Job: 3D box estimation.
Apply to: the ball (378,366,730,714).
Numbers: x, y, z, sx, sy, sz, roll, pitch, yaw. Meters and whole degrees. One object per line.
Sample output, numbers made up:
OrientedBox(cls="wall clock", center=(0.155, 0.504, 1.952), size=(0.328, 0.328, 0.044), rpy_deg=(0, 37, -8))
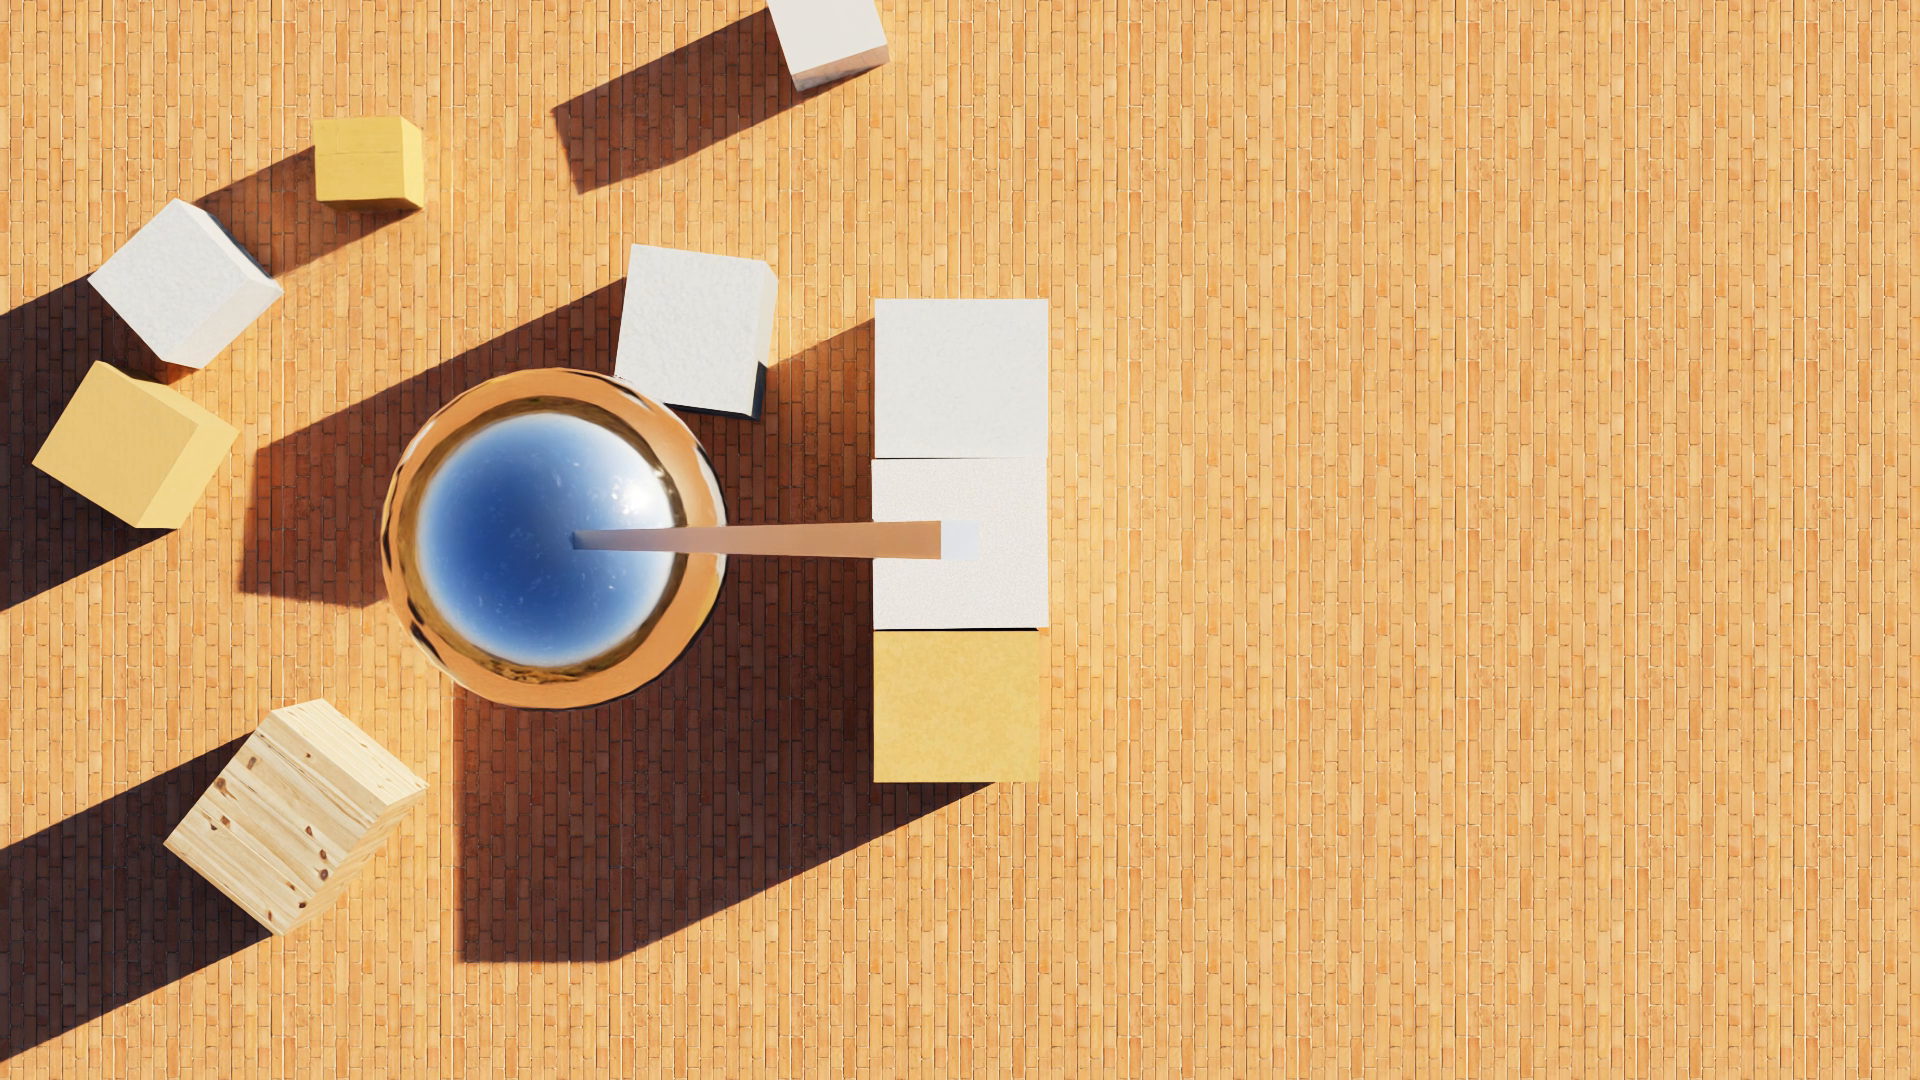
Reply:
OrientedBox(cls="ball", center=(-1.864, 0.000, 10.184), size=(1.600, 1.600, 1.600), rpy_deg=(0, 90, 0))

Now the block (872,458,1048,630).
OrientedBox(cls="block", center=(0.001, 0.018, 12.537), size=(0.959, 0.926, 0.930), rpy_deg=(-1, 90, 0))

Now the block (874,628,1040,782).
OrientedBox(cls="block", center=(-0.019, 0.916, 12.539), size=(0.908, 0.921, 0.826), rpy_deg=(0, 90, 0))

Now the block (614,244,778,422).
OrientedBox(cls="block", center=(-1.497, -1.167, 12.566), size=(0.746, 0.868, 0.847), rpy_deg=(8, 90, 0))

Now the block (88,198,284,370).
OrientedBox(cls="block", center=(-4.448, -1.466, 12.679), size=(0.675, 0.642, 0.621), rpy_deg=(-43, 90, 0))

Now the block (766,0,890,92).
OrientedBox(cls="block", center=(-0.770, -2.992, 12.761), size=(0.578, 0.477, 0.536), rpy_deg=(-18, 90, 0))

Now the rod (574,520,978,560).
OrientedBox(cls="rod", center=(-0.808, 0.000, 6.952), size=(0.080, 5.200, 0.080), rpy_deg=(0, 90, -18))

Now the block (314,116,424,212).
OrientedBox(cls="block", center=(-3.428, -2.176, 12.773), size=(0.504, 0.455, 0.461), rpy_deg=(-2, 90, 0))

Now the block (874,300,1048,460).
OrientedBox(cls="block", center=(0.008, -0.895, 12.585), size=(0.957, 0.830, 0.877), rpy_deg=(0, 90, 0))

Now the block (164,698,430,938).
OrientedBox(cls="block", center=(-3.747, 1.557, 12.516), size=(0.821, 0.968, 0.939), rpy_deg=(39, 90, 0))

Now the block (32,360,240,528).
OrientedBox(cls="block", center=(-4.721, -0.536, 12.646), size=(0.681, 0.708, 0.677), rpy_deg=(32, 90, 0))
